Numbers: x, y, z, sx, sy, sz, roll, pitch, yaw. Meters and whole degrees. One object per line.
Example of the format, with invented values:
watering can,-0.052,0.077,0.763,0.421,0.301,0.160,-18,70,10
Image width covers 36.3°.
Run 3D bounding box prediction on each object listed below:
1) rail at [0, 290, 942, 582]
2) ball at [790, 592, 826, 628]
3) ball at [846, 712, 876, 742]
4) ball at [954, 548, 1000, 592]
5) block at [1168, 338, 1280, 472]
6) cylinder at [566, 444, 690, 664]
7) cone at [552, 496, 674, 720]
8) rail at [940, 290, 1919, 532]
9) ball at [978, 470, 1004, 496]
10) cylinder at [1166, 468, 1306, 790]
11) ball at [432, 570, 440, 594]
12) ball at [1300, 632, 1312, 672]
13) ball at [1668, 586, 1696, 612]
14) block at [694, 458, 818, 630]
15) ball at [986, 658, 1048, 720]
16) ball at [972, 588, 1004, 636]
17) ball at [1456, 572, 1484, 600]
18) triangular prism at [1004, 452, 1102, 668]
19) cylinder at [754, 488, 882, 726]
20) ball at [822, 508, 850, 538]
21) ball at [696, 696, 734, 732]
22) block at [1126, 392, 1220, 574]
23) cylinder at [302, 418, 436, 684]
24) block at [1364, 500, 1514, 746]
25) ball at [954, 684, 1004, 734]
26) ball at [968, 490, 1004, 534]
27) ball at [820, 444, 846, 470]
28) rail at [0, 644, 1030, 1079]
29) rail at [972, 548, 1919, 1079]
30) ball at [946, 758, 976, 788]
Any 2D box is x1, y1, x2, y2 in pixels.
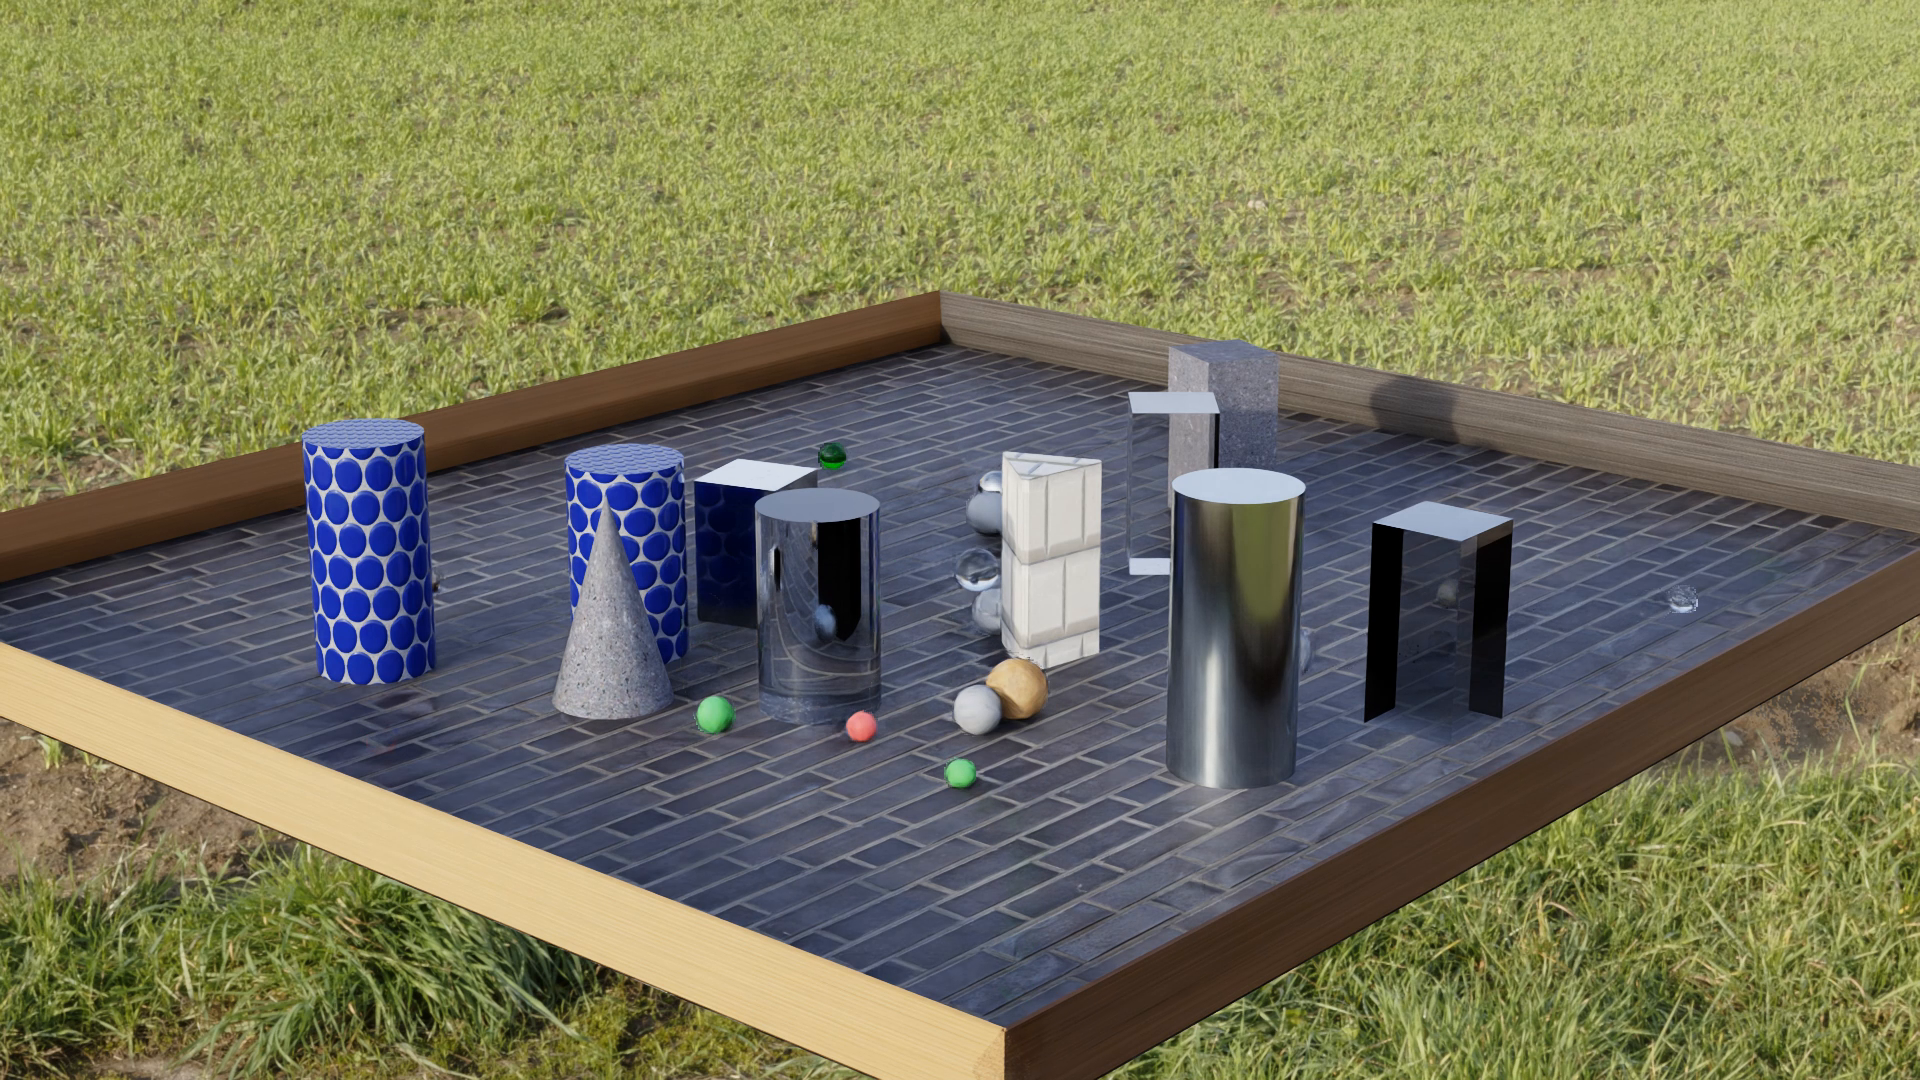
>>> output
rail,-0.981,-0.215,5.936,0.045,0.125,2.900,14,22,39
ball,-0.256,0.119,4.943,0.062,0.062,0.062,0,17,0
ball,-0.149,0.282,4.431,0.045,0.045,0.045,0,17,0
ball,0.030,0.052,5.135,0.078,0.078,0.078,0,17,0
block,0.503,-0.215,5.629,0.153,0.304,0.153,-8,18,-24
cylinder,-0.544,0.025,4.796,0.192,0.327,0.192,0,17,0
cone,-0.546,0.089,4.570,0.192,0.335,0.192,0,17,0
rail,0.935,-0.280,6.151,2.647,0.125,0.045,14,22,39
ball,0.075,-0.094,5.614,0.081,0.081,0.081,0,17,0
cylinder,0.400,0.128,4.277,0.192,0.430,0.192,0,17,0
ball,-0.931,0.075,5.114,0.047,0.047,0.047,0,17,0
ball,0.524,0.180,4.707,0.081,0.081,0.081,0,17,0
ball,1.238,0.102,5.026,0.046,0.046,0.046,0,17,0
block,-0.345,0.008,4.990,0.153,0.247,0.153,8,18,24
ball,0.087,0.229,4.518,0.096,0.096,0.096,0,17,0
ball,0.059,0.120,4.910,0.079,0.079,0.079,0,17,0
ball,0.887,0.079,5.099,0.048,0.048,0.048,0,17,0
triangular prism,0.119,0.028,4.785,0.166,0.326,0.144,-14,22,-39
cylinder,-0.219,0.101,4.545,0.192,0.325,0.192,0,17,0
ball,-0.232,-0.032,5.457,0.054,0.054,0.054,0,17,0
ball,-0.373,0.266,4.466,0.056,0.056,0.056,0,17,0
block,0.380,-0.103,5.268,0.153,0.297,0.153,0,17,0
cylinder,-0.948,0.017,4.714,0.192,0.389,0.192,0,17,0
block,0.729,0.125,4.473,0.153,0.322,0.153,13,21,38
ball,0.028,0.258,4.457,0.076,0.076,0.076,0,17,0
ball,0.054,-0.051,5.469,0.082,0.082,0.082,0,17,0
ball,-0.256,-0.168,5.913,0.051,0.051,0.051,0,17,0
rail,-0.935,0.342,4.090,2.647,0.125,0.045,14,22,39
rail,0.981,0.278,4.305,0.045,0.125,2.900,14,22,39
ball,0.002,0.338,4.246,0.044,0.044,0.044,0,17,0
